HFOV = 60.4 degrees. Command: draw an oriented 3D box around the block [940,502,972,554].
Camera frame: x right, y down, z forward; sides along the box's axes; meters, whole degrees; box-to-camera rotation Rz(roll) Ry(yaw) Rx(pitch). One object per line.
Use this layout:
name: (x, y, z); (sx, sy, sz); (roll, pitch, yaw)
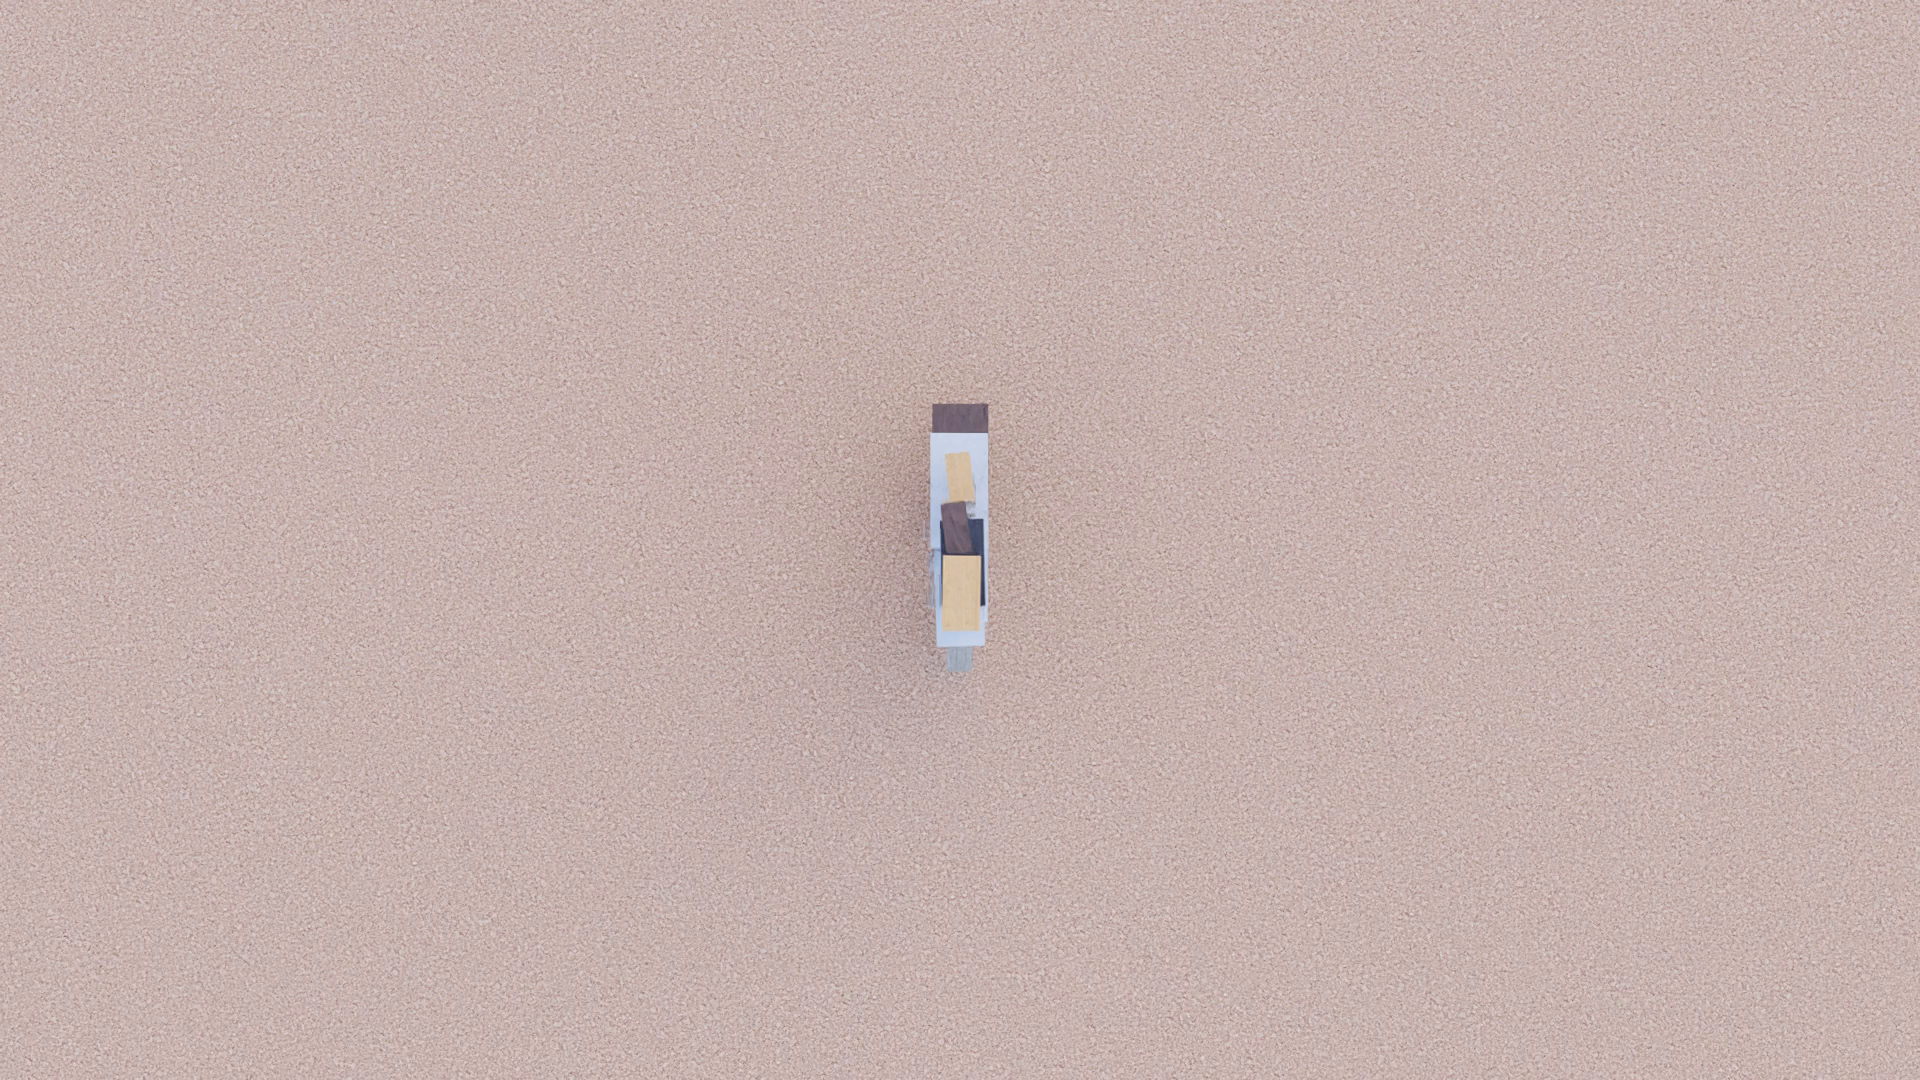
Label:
block: (-0.009, -0.029, 4.112); (0.063, 0.018, 0.126); (-8, 90, 3)

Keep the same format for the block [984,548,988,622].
block: (0.004, 0.092, 5.151); (0.163, 0.046, 0.326); (0, 90, 0)

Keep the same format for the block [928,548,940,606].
block: (-0.031, 0.091, 4.889); (0.110, 0.031, 0.221); (5, 90, 4)

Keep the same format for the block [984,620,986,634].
block: (0.005, 0.248, 4.869); (0.133, 0.517, 0.038); (0, 90, 0)

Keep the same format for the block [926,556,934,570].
block: (-0.025, 0.072, 4.734); (0.133, 0.266, 0.038); (5, 90, -3)

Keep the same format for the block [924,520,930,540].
block: (-0.016, -0.028, 4.710); (0.158, 0.315, 0.045); (0, 89, -3)

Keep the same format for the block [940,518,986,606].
block: (0.007, 0.058, 4.265); (0.112, 0.032, 0.224); (-1, 90, 0)

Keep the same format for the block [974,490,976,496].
block: (0.009, -0.120, 4.310); (0.064, 0.128, 0.018); (-4, 92, 3)

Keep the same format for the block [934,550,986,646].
block: (-0.001, 0.160, 4.585); (0.133, 0.038, 0.265); (-2, 94, 0)

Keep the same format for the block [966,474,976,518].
block: (0.013, -0.118, 4.383); (0.058, 0.016, 0.116); (-3, 89, 0)

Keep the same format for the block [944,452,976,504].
block: (0.000, -0.160, 4.236); (0.064, 0.018, 0.128); (-7, 91, 3)

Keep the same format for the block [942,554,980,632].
block: (0.003, 0.130, 4.053); (0.093, 0.026, 0.185); (1, 93, 0)

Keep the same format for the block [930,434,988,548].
block: (-0.003, -0.135, 4.532); (0.158, 0.045, 0.315); (0, 89, -3)

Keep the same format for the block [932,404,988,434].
block: (0.001, -0.249, 5.129); (0.173, 0.049, 0.346); (0, 90, 0)

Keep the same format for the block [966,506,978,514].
block: (0.000, -0.074, 4.247); (0.063, 0.249, 0.018); (-3, 90, 6)

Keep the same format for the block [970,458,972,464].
block: (0.000, -0.203, 4.379); (0.064, 0.260, 0.018); (-1, 90, 0)

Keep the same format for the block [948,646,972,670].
block: (-0.001, 0.341, 5.327); (0.081, 0.023, 0.162); (0, 90, 0)
